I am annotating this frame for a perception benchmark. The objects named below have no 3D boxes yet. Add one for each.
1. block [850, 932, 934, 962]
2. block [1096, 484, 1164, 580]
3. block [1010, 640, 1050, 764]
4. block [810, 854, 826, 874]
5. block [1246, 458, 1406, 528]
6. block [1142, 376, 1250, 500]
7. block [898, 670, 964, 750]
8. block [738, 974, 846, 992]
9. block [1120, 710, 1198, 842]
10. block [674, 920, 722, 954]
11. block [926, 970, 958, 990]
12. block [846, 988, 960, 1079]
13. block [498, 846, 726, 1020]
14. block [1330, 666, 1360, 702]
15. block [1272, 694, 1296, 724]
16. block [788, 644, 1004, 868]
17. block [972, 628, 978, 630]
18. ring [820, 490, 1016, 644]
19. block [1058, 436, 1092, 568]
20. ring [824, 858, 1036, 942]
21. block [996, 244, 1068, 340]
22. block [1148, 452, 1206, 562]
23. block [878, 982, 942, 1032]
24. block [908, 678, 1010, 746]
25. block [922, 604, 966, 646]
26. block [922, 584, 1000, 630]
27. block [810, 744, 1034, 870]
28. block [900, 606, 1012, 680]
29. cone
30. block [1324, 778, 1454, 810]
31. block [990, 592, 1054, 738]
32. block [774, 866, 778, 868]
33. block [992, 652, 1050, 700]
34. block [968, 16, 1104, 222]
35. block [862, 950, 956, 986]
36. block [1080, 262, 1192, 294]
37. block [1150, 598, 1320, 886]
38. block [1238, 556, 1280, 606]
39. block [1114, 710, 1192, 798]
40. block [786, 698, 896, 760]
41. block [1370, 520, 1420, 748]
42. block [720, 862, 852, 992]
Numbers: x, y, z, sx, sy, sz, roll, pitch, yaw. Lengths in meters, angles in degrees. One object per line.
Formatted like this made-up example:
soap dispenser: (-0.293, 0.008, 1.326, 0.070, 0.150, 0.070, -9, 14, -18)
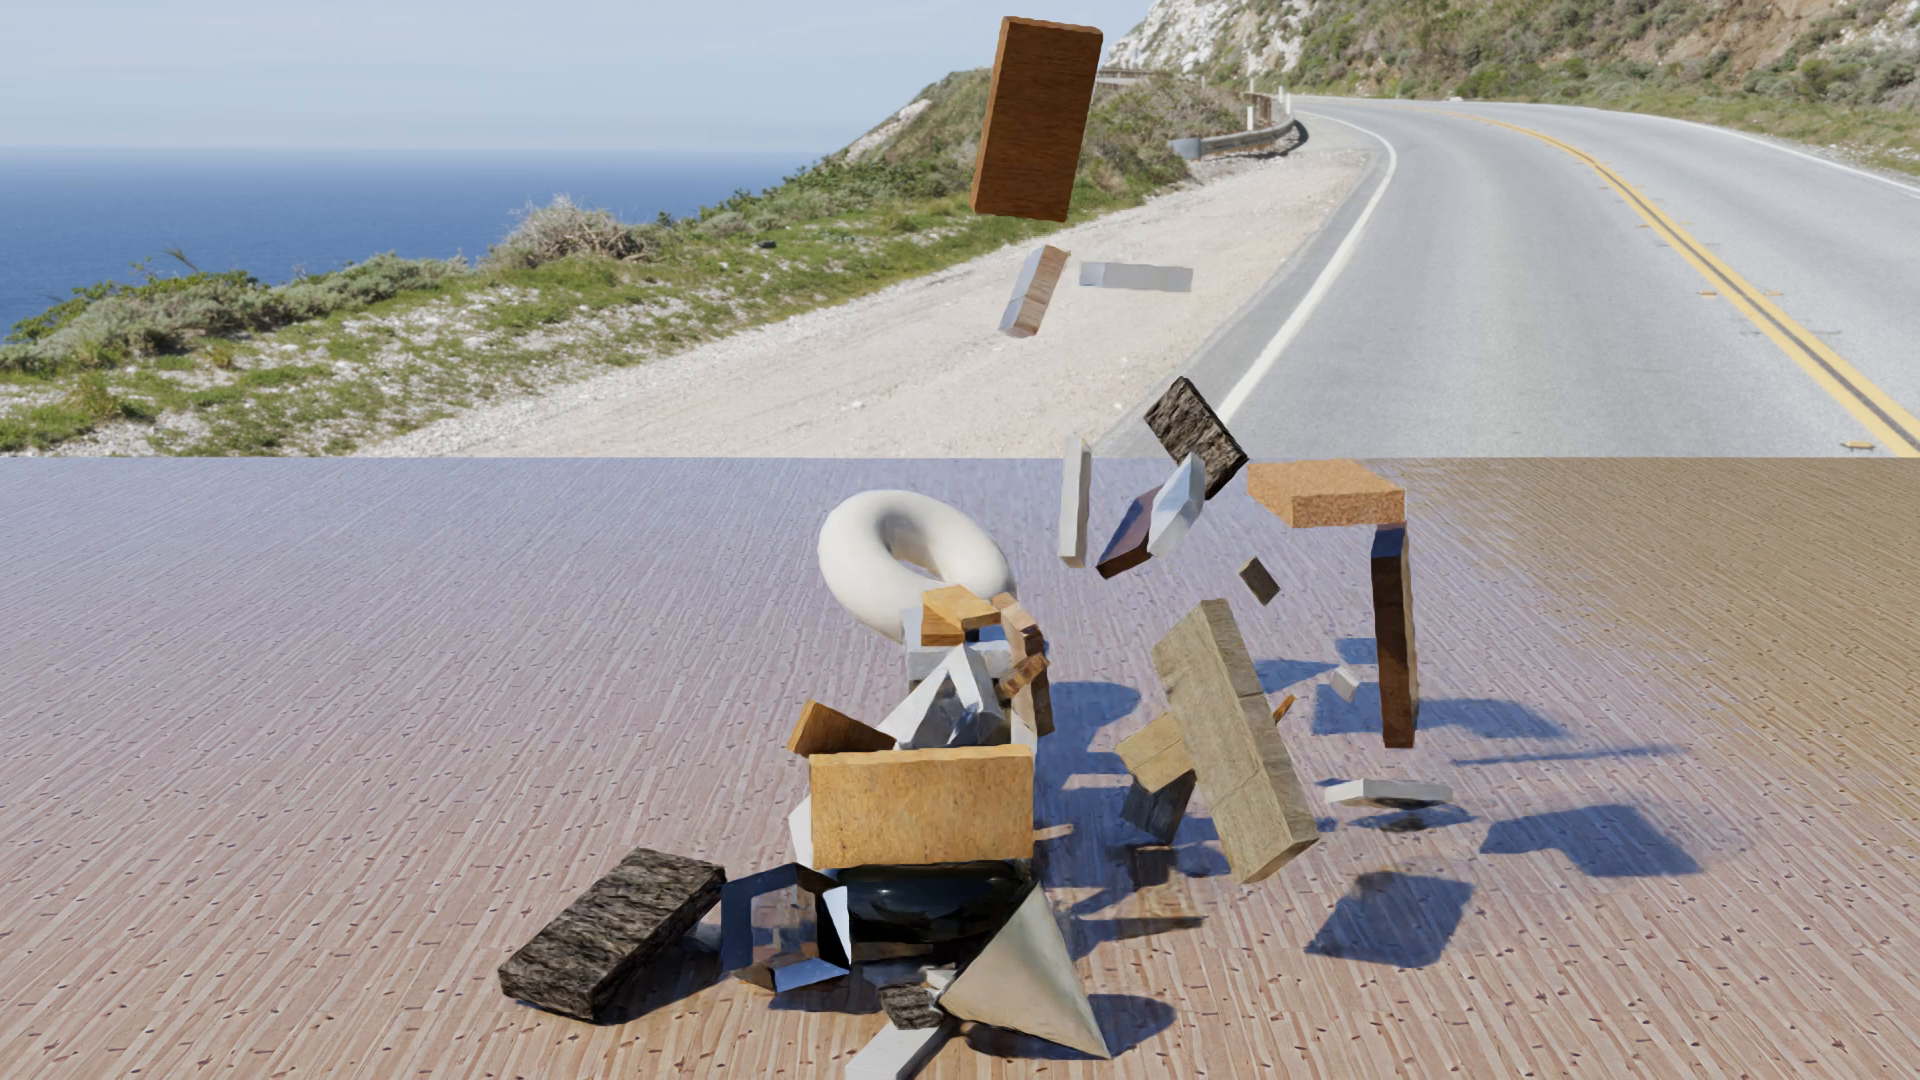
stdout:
block: (-0.148, 0.616, 3.353, 0.192, 0.027, 0.096, -2, 3, -21)
block: (0.405, -0.027, 4.885, 0.134, 0.038, 0.267, -27, 20, 41)
block: (0.095, 0.333, 4.435, 0.135, 0.038, 0.664, 21, 22, -3)
block: (-0.148, 0.556, 3.580, 0.192, 0.096, 0.027, -1, -14, -5)
block: (0.573, -0.076, 3.480, 0.172, 0.049, 0.345, -3, 10, -4)
block: (0.536, -0.233, 5.019, 0.038, 0.134, 0.267, 15, 35, -48)
block: (-0.044, 0.289, 3.433, 0.023, 0.083, 0.166, -3, 37, 28)
block: (-0.250, 0.648, 3.298, 0.146, 0.021, 0.073, 3, 11, 13)
block: (0.372, 0.423, 3.948, 0.106, 0.211, 0.030, 25, 6, 41)
block: (-0.471, 0.601, 3.398, 0.192, 0.027, 0.096, 4, -23, 22)
block: (0.002, 0.650, 3.217, 0.063, 0.018, 0.126, 5, -2, -21)
block: (-0.070, 0.692, 3.066, 0.073, 0.021, 0.290, 4, 11, 20)
block: (-0.512, 0.580, 3.275, 0.167, 0.047, 0.335, 7, 29, 30)
block: (0.691, 0.260, 3.958, 0.013, 0.046, 0.092, -41, -18, -14)
block: (0.607, 0.330, 4.176, 0.013, 0.092, 0.046, 40, 62, 13)
block: (-0.111, 0.381, 3.635, 0.047, 0.450, 0.167, 32, 22, -32)
block: (-0.002, 0.132, 3.899, 0.074, 0.021, 0.148, 0, 10, 3)
ring: (-0.088, 0.063, 4.624, 0.443, 0.148, 0.443, 20, 33, -13)
block: (0.254, -0.084, 4.852, 0.038, 0.269, 0.135, 1, -11, 13)
ring: (-0.051, 0.543, 3.409, 0.343, 0.114, 0.343, 0, 2, 0)
block: (0.137, -0.472, 4.211, 0.046, 0.161, 0.322, 21, 2, -6)
block: (0.449, -0.074, 4.538, 0.038, 0.134, 0.406, 36, 17, -4)
block: (-0.072, 0.661, 3.122, 0.063, 0.018, 0.126, -3, 11, -16)
block: (0.000, 0.397, 3.753, 0.173, 0.346, 0.049, 0, 4, 0)
block: (-0.028, 0.144, 3.770, 0.074, 0.021, 0.148, 0, 20, 1)
block: (0.001, 0.116, 3.785, 0.074, 0.021, 0.148, -10, 22, -26)
block: (-0.058, 0.404, 3.334, 0.335, 0.167, 0.047, -2, 17, -5)
block: (-0.011, 0.178, 3.845, 0.173, 0.049, 0.346, -1, 10, -3)
cone: (0.121, 0.635, 3.022, 0.235, 0.235, 0.235, 41, 18, 5)
block: (0.785, 0.466, 4.021, 0.211, 0.030, 0.106, 8, -18, -29)
block: (0.122, 0.244, 4.274, 0.038, 0.269, 0.135, -23, 41, -17)
block: (-0.269, 0.569, 3.747, 0.091, 0.013, 0.045, -1, 11, -6)
block: (0.094, 0.224, 3.589, 0.083, 0.023, 0.166, -40, 1, -10)
block: (0.124, -0.695, 3.645, 0.161, 0.322, 0.046, 4, 26, -15)
block: (-0.076, 0.647, 3.311, 0.126, 0.018, 0.063, -7, 13, -35)
block: (0.327, -0.494, 4.131, 0.161, 0.046, 0.322, 3, 7, -5)
block: (0.413, 0.306, 3.340, 0.049, 0.397, 0.172, -6, -26, -28)
block: (0.581, 0.079, 4.275, 0.046, 0.092, 0.013, -47, 26, -16)
block: (0.389, 0.353, 3.883, 0.211, 0.106, 0.030, -33, -5, 4)
block: (-0.181, 0.312, 3.371, 0.166, 0.083, 0.023, 28, -8, -34)
block: (0.742, 0.160, 3.744, 0.049, 0.345, 0.172, -2, 20, 16)
block: (-0.253, 0.565, 3.199, 0.133, 0.133, 0.133, -20, -32, 24)
